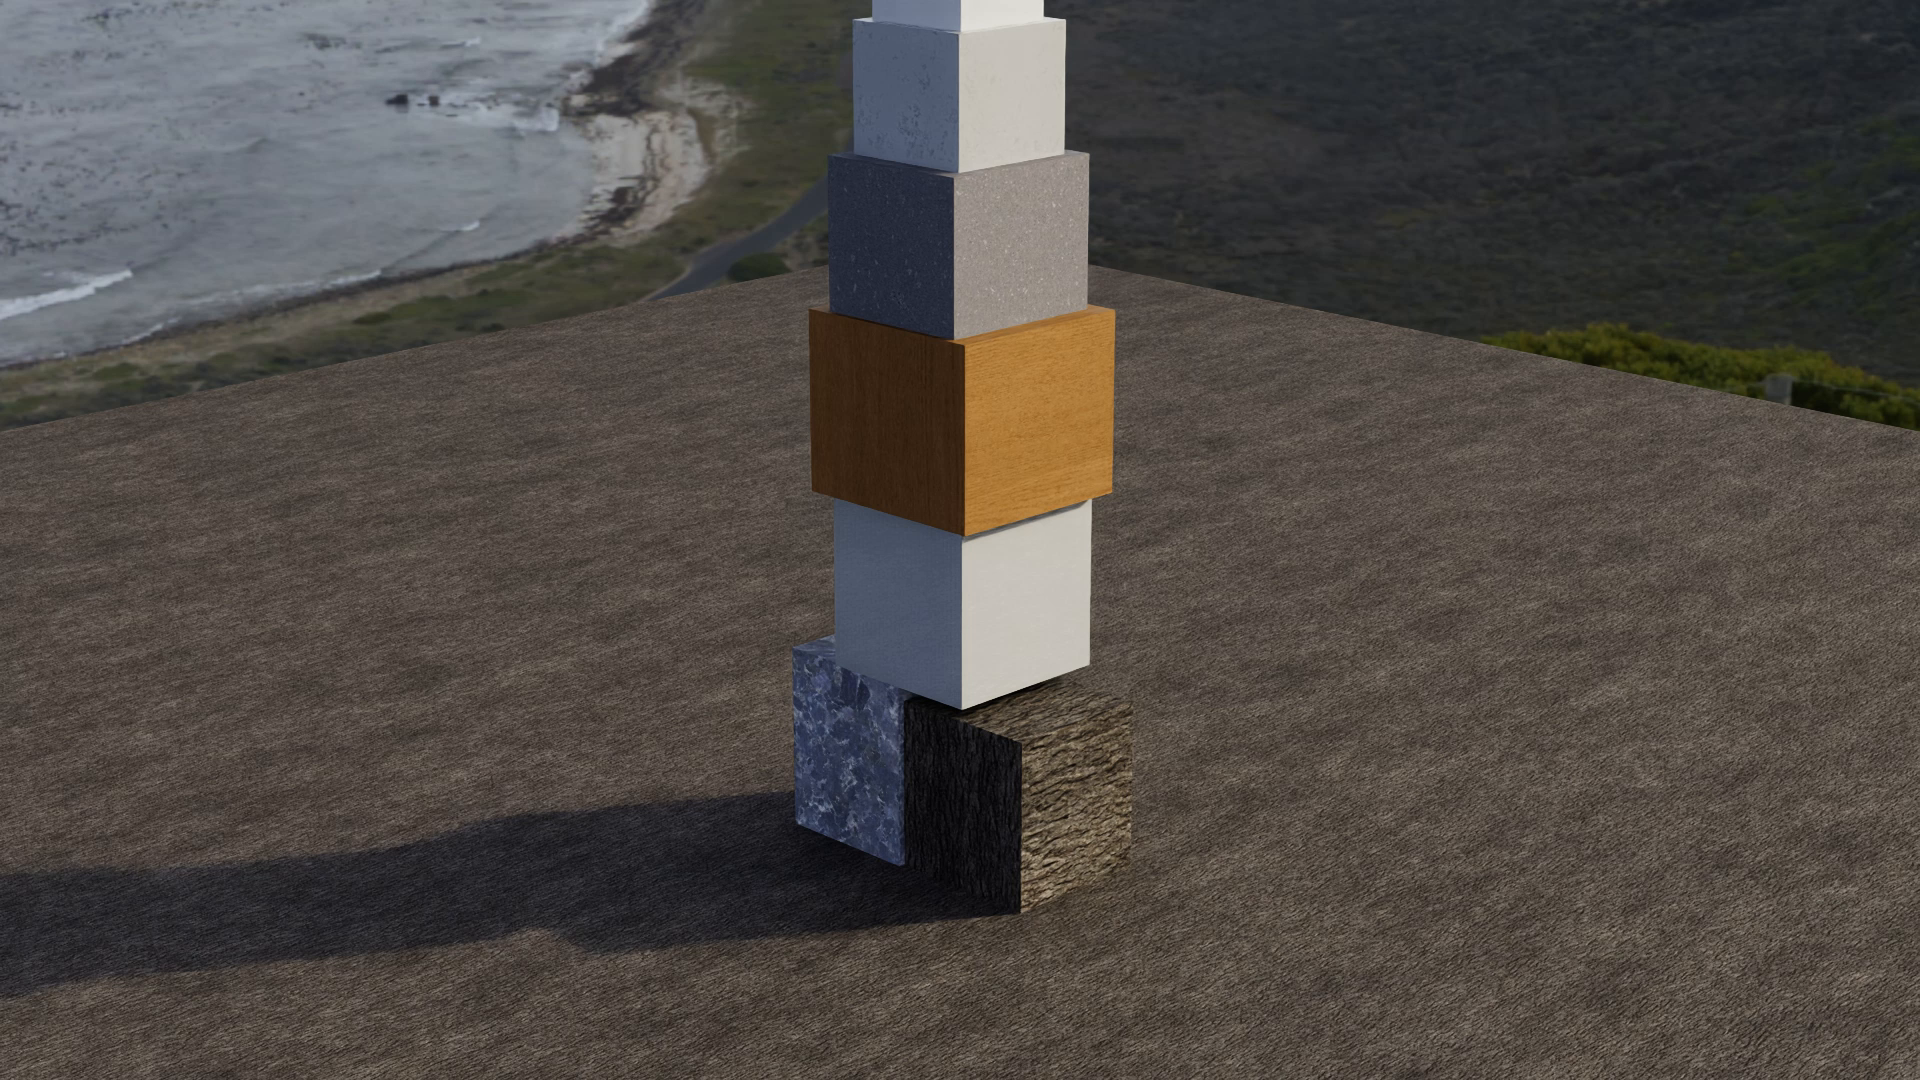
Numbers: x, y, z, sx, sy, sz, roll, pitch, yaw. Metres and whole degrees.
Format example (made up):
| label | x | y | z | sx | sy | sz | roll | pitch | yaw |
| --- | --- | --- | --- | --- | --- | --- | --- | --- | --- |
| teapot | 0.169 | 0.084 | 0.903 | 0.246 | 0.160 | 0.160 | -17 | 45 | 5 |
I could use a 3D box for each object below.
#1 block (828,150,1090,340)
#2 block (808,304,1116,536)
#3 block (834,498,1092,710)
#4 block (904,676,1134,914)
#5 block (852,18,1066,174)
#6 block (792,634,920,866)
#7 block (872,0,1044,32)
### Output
| label | x | y | z | sx | sy | sz | roll | pitch | yaw |
| --- | --- | --- | --- | --- | --- | --- | --- | --- | --- |
| block | -0.006 | -1.353 | 12.909 | 0.836 | 0.696 | 0.781 | -17 | 24 | -42 |
| block | 0.009 | -0.622 | 13.154 | 0.945 | 0.845 | 0.981 | -17 | 24 | -42 |
| block | 0.012 | 0.178 | 13.410 | 0.824 | 0.836 | 0.832 | 17 | 24 | 42 |
| block | 0.266 | 1.119 | 13.432 | 0.730 | 0.812 | 0.743 | -17 | 24 | -42 |
| block | -0.004 | -1.964 | 12.719 | 0.651 | 0.583 | 0.648 | -17 | 24 | -42 |
| block | -0.259 | 0.924 | 13.918 | 0.776 | 0.892 | 0.719 | -17 | 24 | -42 |
| block | -0.009 | -2.503 | 12.543 | 0.502 | 0.550 | 0.539 | -17 | 24 | -42 |
